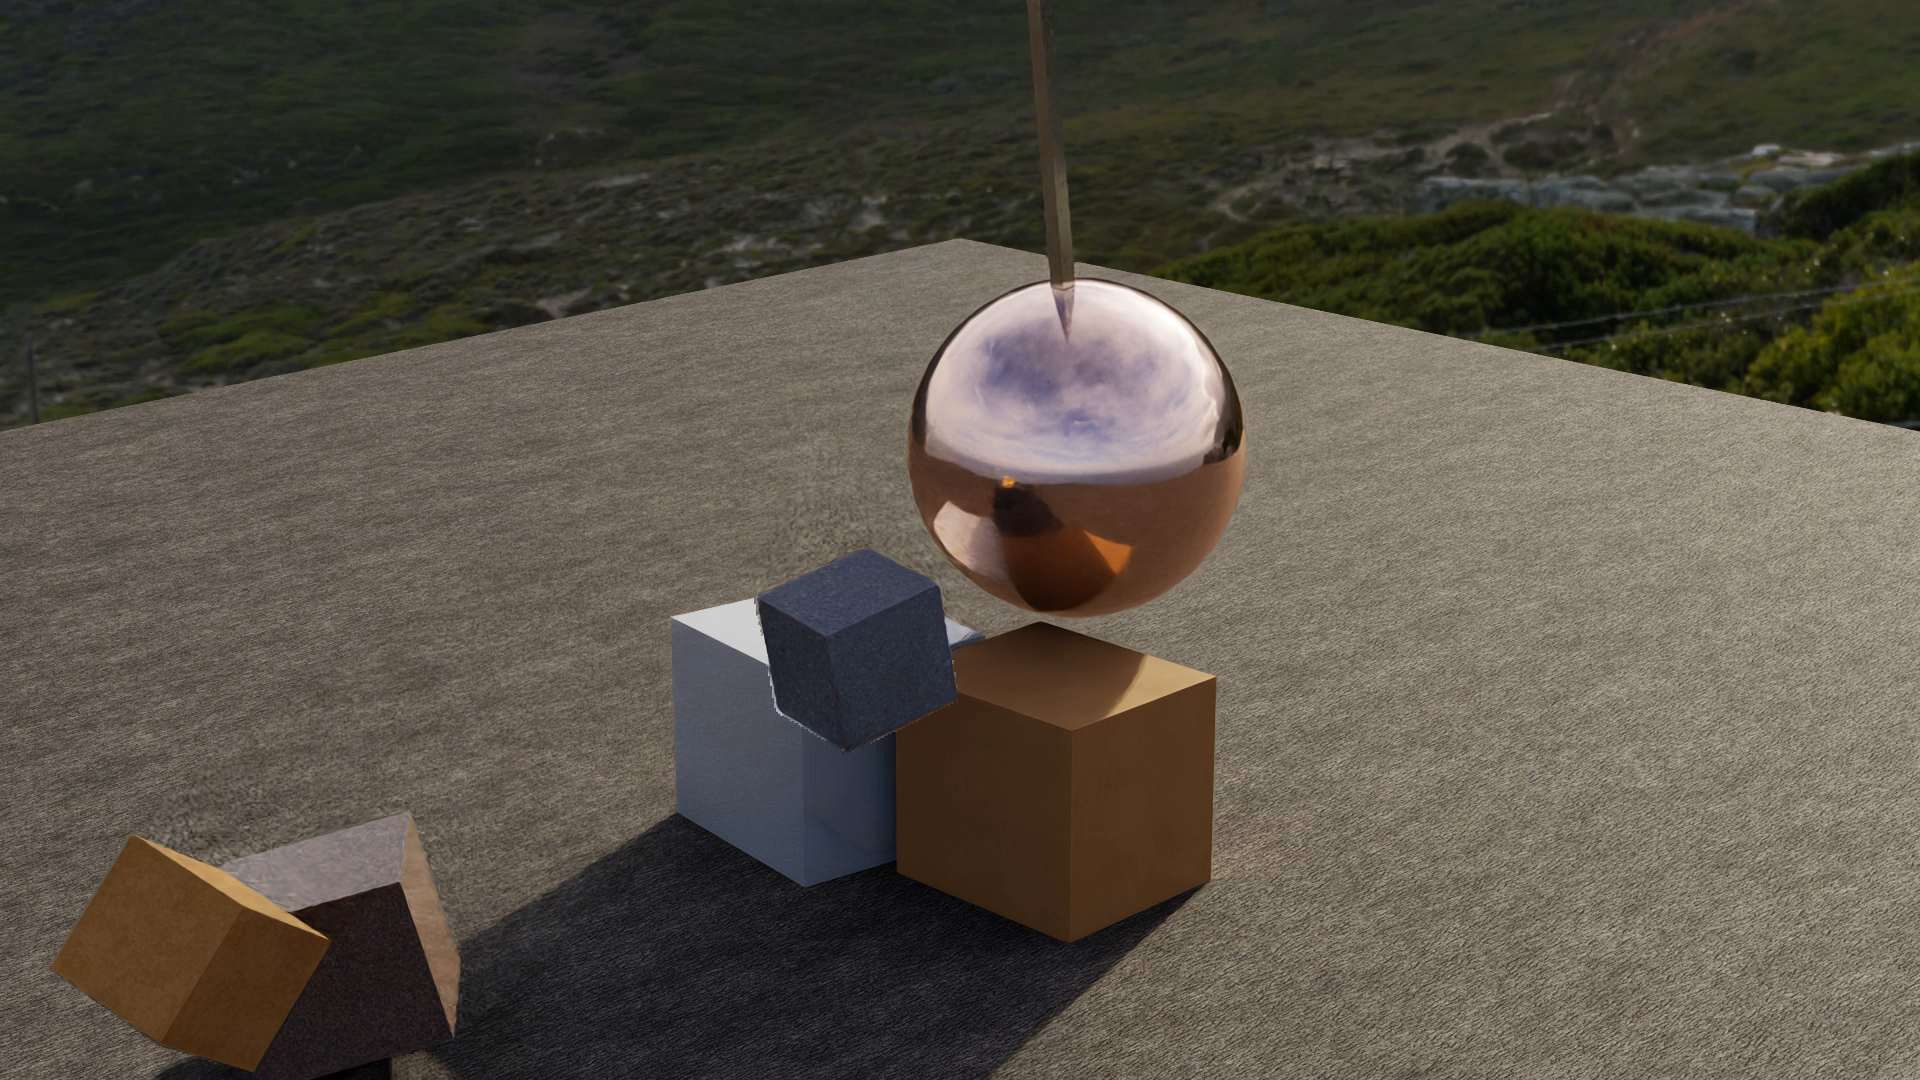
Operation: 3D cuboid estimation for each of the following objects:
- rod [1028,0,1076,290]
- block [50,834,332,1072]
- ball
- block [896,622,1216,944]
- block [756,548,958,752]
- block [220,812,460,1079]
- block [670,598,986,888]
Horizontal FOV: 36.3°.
[{"bbox_3d":[0.237,-3.557,12.472,0.080,5.200,0.080,17,31,42],"label":"rod"},{"bbox_3d":[-2.808,1.517,10.743,0.579,0.554,0.607,26,-8,26],"label":"block"},{"bbox_3d":[0.547,-0.433,13.779,1.600,1.600,1.600,0,17,0],"label":"ball"},{"bbox_3d":[0.427,1.069,13.292,1.080,0.990,0.951,17,24,42],"label":"block"},{"bbox_3d":[-0.442,0.466,12.632,0.582,0.562,0.546,-25,30,-29],"label":"block"},{"bbox_3d":[-2.489,1.634,11.692,0.786,0.702,0.703,-16,19,-2],"label":"block"},{"bbox_3d":[-0.625,0.879,13.888,1.029,0.996,1.102,-13,21,-35],"label":"block"}]
